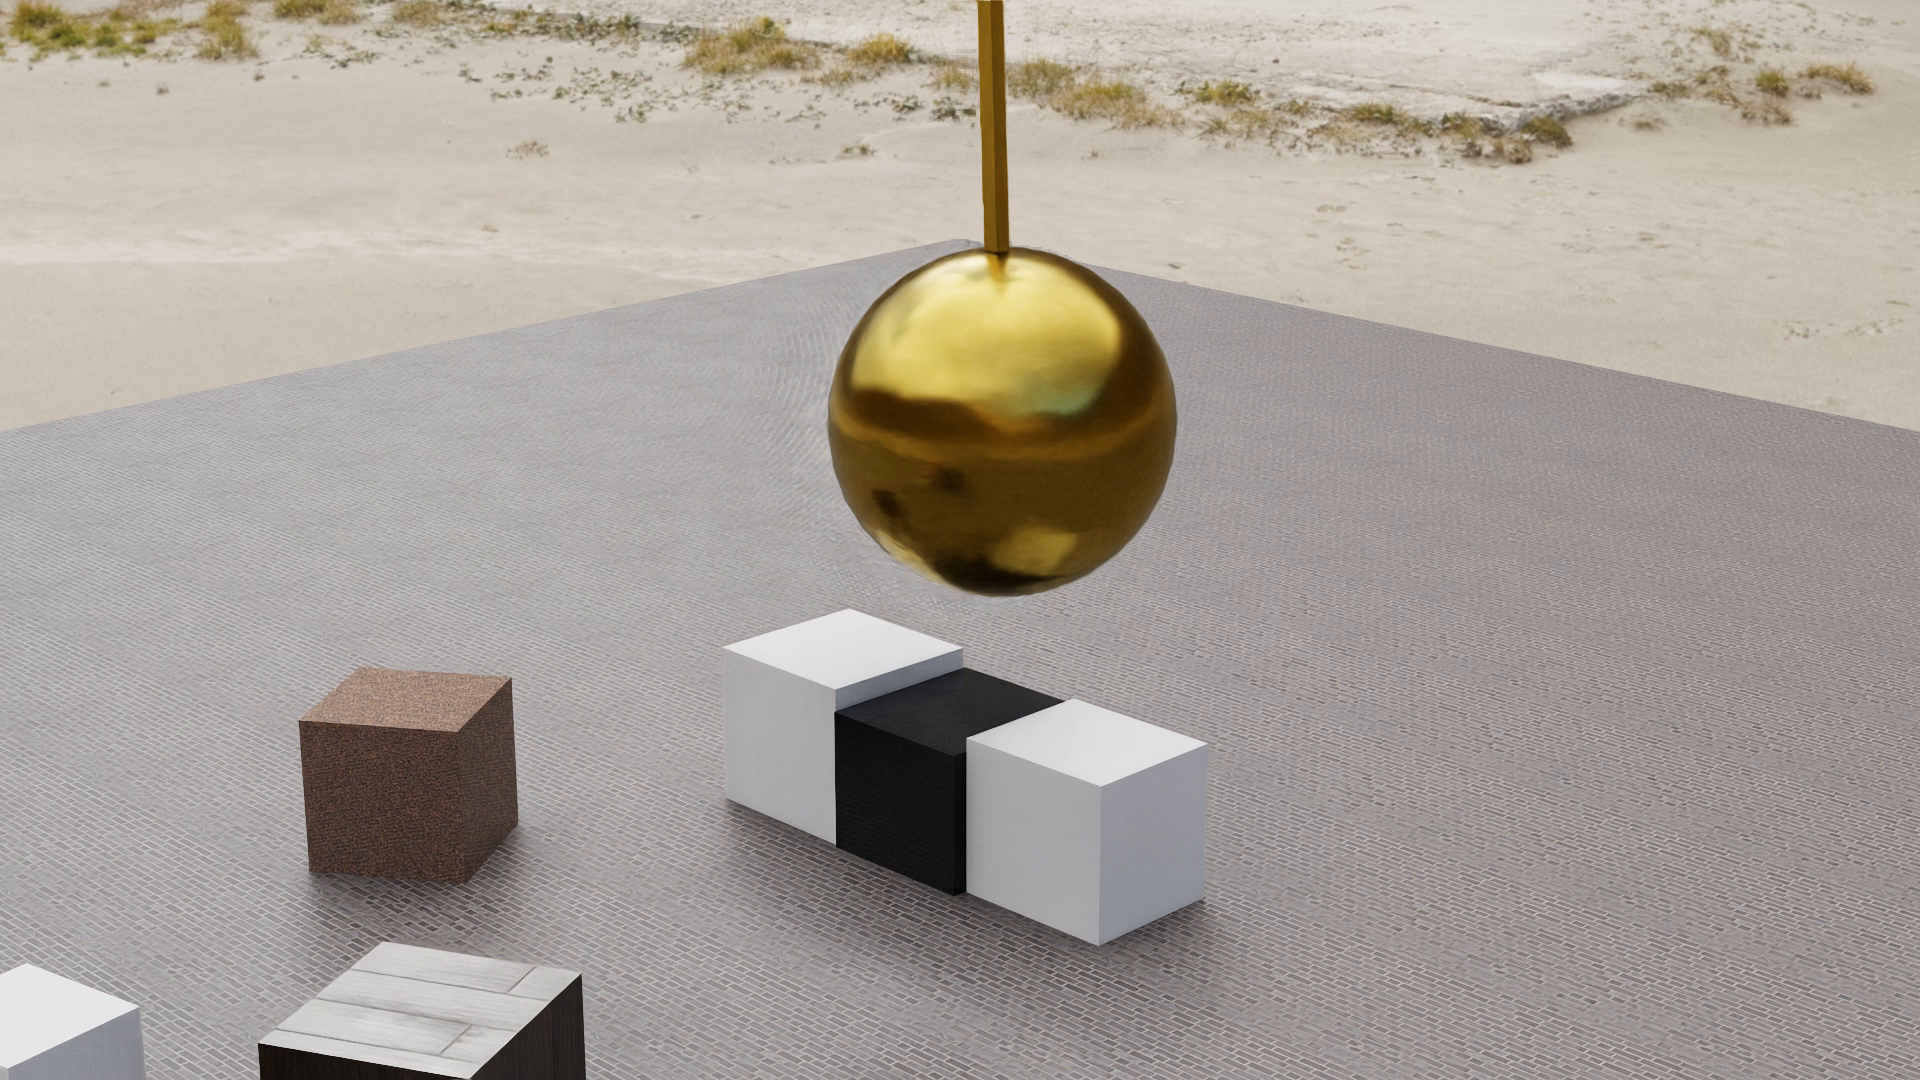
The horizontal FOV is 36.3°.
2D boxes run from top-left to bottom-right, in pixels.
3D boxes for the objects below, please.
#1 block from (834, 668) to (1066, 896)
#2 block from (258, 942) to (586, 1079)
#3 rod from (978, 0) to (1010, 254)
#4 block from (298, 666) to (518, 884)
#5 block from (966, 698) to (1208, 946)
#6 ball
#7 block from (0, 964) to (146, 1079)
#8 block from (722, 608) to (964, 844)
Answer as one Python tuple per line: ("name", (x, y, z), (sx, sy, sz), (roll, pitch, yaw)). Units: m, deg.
("block", (-0.001, 1.110, 13.681), (0.860, 0.678, 0.784), (-17, 24, -42))
("block", (-1.889, 2.043, 10.450), (0.810, 0.836, 0.857), (6, 18, 18))
("rod", (0.083, -3.747, 12.251), (0.080, 5.200, 0.080), (17, 27, 42))
("block", (-2.554, 1.085, 13.654), (0.757, 0.742, 0.725), (3, 18, 11))
("block", (0.564, 1.247, 13.131), (0.806, 0.746, 0.707), (17, 24, 42))
("ball", (0.192, -0.540, 13.373), (1.600, 1.600, 1.600), (0, 17, 0))
("block", (-3.459, 2.032, 10.853), (0.641, 0.615, 0.591), (12, 21, 33))
("block", (-0.566, 0.889, 14.215), (0.825, 0.781, 0.817), (-16, 24, -42))
